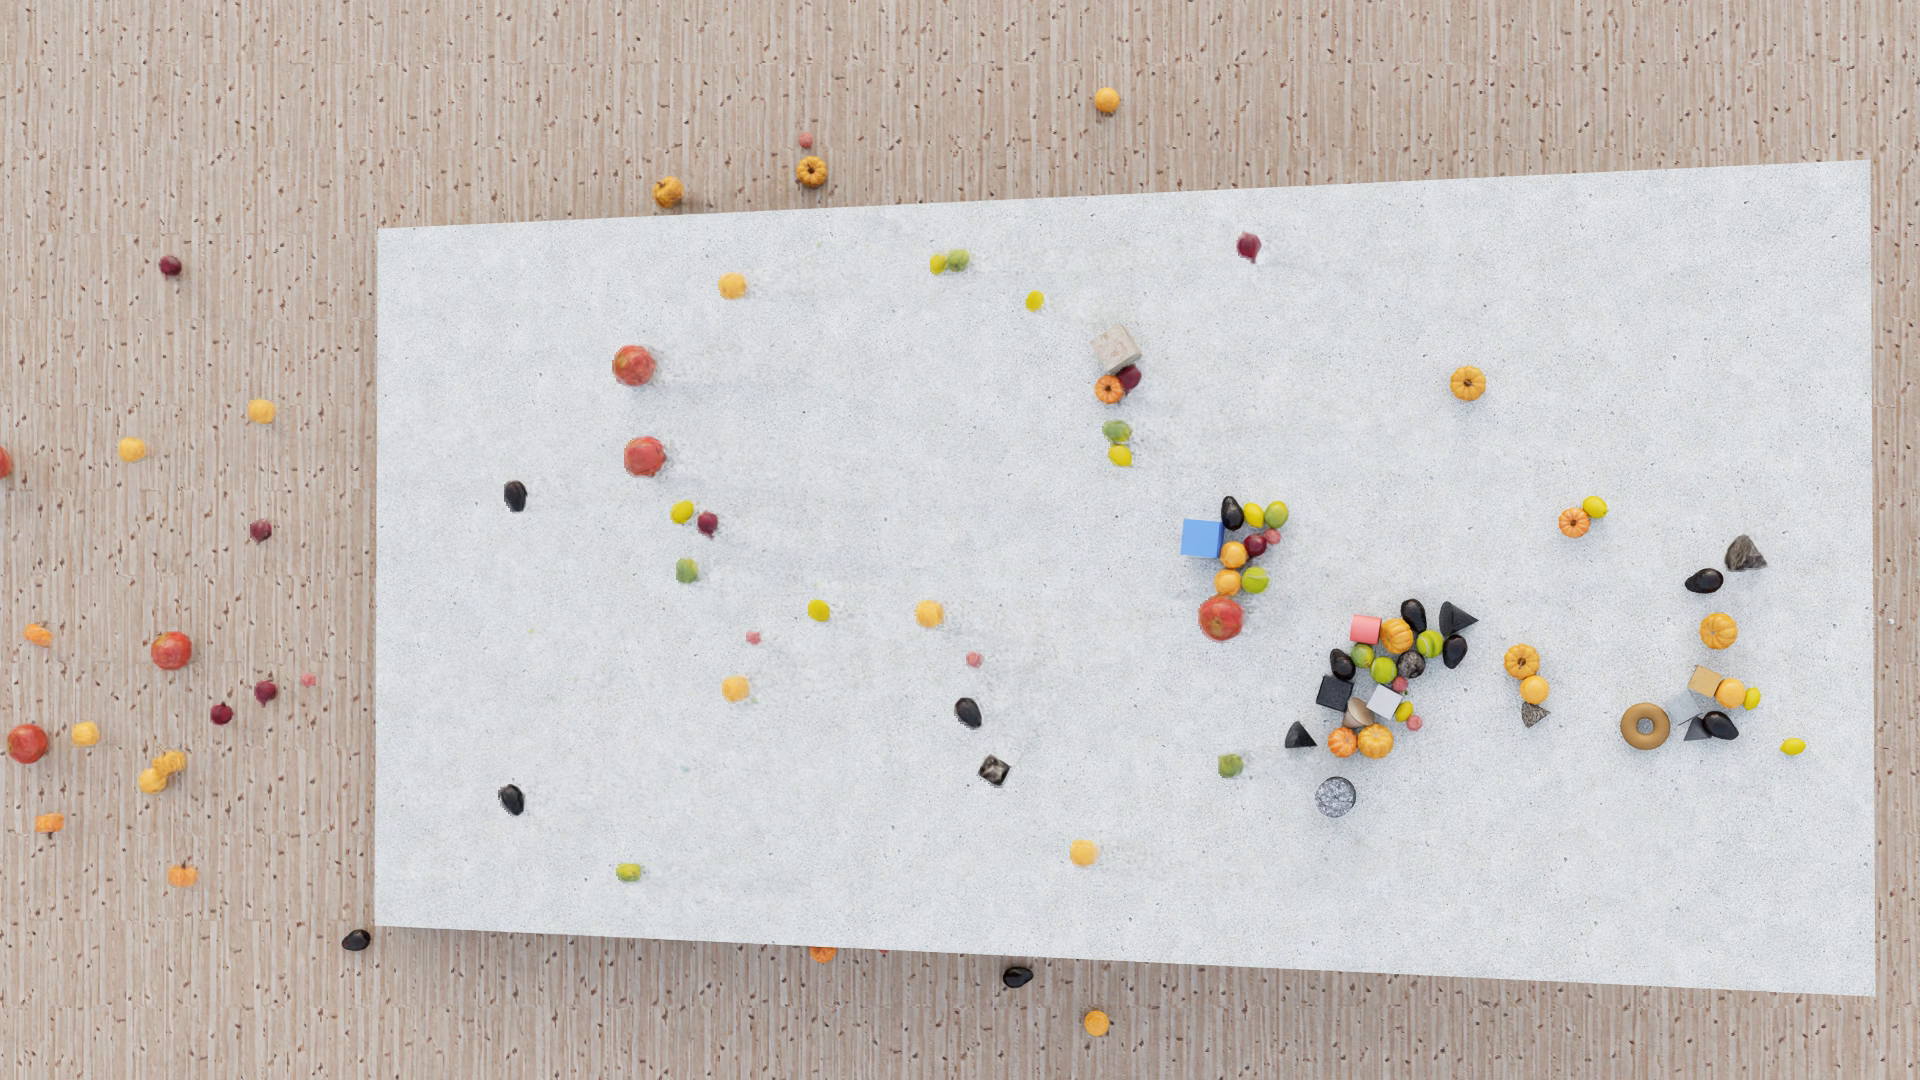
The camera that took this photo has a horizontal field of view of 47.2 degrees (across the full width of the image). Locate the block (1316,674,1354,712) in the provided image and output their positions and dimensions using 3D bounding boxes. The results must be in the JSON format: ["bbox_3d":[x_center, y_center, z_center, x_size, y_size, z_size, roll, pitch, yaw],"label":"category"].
[{"bbox_3d":[0.947,0.387,5.553,0.073,0.073,0.073,18,94,15],"label":"block"}]

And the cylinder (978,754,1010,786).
[{"bbox_3d":[0.091,0.606,5.790,0.062,0.062,0.062,31,89,14],"label":"cylinder"}]

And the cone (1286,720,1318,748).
[{"bbox_3d":[0.878,0.510,5.590,0.076,0.076,0.076,29,89,4],"label":"cone"}]

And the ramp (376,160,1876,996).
[{"bbox_3d":[0.266,0.097,5.833,4.000,0.100,2.000,0,89,15],"label":"ramp"}]

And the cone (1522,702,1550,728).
[{"bbox_3d":[1.434,0.429,5.441,0.065,0.065,0.065,-5,89,-11],"label":"cone"}]

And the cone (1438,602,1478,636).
[{"bbox_3d":[1.255,0.199,5.488,0.089,0.089,0.089,3,89,-11],"label":"cone"}]

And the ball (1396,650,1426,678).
[{"bbox_3d":[1.129,0.311,5.505,0.071,0.071,0.071,0,89,0],"label":"ball"}]

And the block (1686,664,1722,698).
[{"bbox_3d":[1.803,0.341,5.325,0.060,0.060,0.060,26,96,14],"label":"block"}]

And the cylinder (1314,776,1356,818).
[{"bbox_3d":[0.946,0.647,5.538,0.095,0.095,0.095,0,89,15],"label":"cylinder"}]

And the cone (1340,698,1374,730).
[{"bbox_3d":[0.987,0.457,5.558,0.087,0.087,0.087,40,127,1],"label":"cone"}]

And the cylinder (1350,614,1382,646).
[{"bbox_3d":[1.022,0.226,5.537,0.069,0.069,0.069,9,89,15],"label":"cylinder"}]

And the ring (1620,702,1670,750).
[{"bbox_3d":[1.674,0.455,5.370,0.117,0.039,0.117,0,91,16],"label":"ring"}]

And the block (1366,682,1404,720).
[{"bbox_3d":[1.068,0.405,5.523,0.066,0.066,0.066,30,97,14],"label":"block"}]

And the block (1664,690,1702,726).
[{"bbox_3d":[1.755,0.406,5.336,0.064,0.064,0.064,-31,82,13],"label":"block"}]

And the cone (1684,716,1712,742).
[{"bbox_3d":[1.781,0.473,5.346,0.064,0.064,0.064,43,127,1],"label":"cone"}]

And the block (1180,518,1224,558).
[{"bbox_3d":[0.622,-0.004,5.638,0.092,0.092,0.092,6,91,15],"label":"block"}]

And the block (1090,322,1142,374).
[{"bbox_3d":[0.406,-0.496,5.705,0.091,0.091,0.091,-32,81,13],"label":"block"}]
